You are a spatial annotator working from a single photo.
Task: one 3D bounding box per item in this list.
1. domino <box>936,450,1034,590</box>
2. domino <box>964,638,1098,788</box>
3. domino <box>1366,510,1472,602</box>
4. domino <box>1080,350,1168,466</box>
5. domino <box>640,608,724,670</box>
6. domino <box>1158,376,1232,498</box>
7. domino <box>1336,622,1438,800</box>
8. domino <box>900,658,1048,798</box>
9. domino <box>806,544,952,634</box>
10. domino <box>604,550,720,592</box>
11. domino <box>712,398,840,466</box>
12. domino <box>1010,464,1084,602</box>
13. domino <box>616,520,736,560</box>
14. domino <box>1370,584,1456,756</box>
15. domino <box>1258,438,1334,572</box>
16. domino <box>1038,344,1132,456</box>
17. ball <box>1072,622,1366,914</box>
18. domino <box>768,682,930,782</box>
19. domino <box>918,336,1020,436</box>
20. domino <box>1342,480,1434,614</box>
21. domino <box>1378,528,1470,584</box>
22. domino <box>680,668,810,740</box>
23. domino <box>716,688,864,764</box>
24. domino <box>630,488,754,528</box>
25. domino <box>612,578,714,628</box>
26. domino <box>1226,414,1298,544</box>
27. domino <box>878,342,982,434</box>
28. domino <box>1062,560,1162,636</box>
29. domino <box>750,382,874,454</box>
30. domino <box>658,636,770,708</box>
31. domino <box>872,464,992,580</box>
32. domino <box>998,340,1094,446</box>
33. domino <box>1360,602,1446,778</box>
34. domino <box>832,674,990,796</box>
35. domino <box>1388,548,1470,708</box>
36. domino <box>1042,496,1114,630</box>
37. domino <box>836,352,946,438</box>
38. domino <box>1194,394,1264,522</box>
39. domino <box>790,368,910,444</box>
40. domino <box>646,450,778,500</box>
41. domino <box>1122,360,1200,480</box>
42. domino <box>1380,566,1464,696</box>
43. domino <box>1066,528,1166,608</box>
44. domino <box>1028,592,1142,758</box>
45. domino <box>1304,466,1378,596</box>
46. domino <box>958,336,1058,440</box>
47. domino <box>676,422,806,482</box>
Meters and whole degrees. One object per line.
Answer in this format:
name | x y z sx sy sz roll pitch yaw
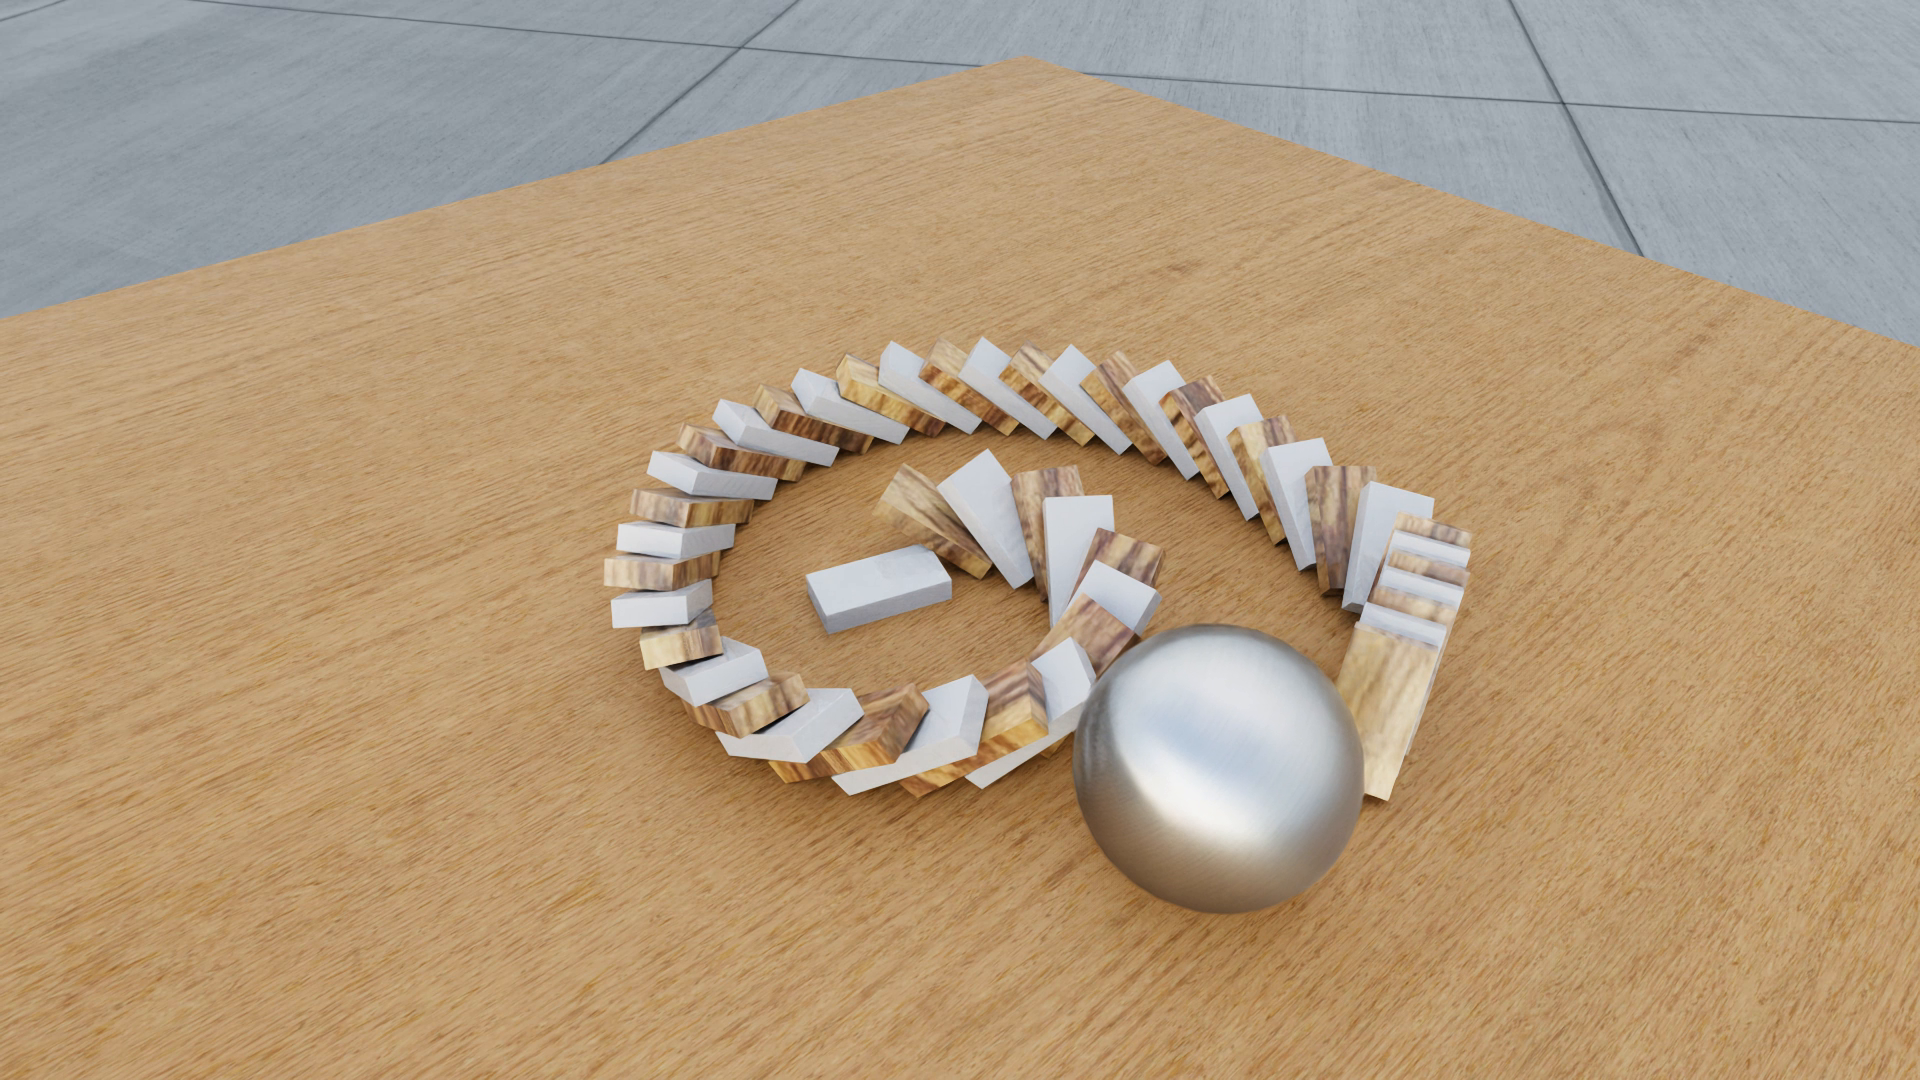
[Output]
domino | 0.016 -0.008 0.430 0.025 0.010 0.050 -38 92 -37
domino | 0.021 0.056 0.353 0.050 0.009 0.025 -36 40 14
domino | 0.161 0.017 0.391 0.025 0.050 0.009 19 15 20
domino | 0.080 -0.060 0.496 0.050 0.010 0.025 48 52 2
domino | -0.097 0.033 0.381 0.025 0.009 0.050 -12 6 -14
domino | 0.110 -0.045 0.478 0.025 0.010 0.050 -23 78 -26
domino | 0.130 0.054 0.347 0.025 0.050 0.009 18 14 20
domino | 0.003 0.060 0.349 0.050 0.009 0.025 -30 35 21
domino | -0.031 0.018 0.422 0.050 0.010 0.025 -15 42 -18
domino | -0.110 0.010 0.410 0.025 0.010 0.050 5 6 6
domino | -0.080 -0.046 0.479 0.050 0.009 0.025 11 24 -45
domino | 0.038 -0.003 0.425 0.025 0.010 0.050 -9 74 -15
domino | -0.108 -0.001 0.425 0.025 0.010 0.050 8 6 10
domino | 0.142 0.042 0.361 0.025 0.050 0.009 18 14 20
domino | 0.141 -0.015 0.441 0.025 0.010 0.050 -11 73 -13
domino | 0.062 -0.064 0.502 0.050 0.009 0.025 42 47 -2
ball | 0.072 0.063 0.310 0.080 0.080 0.080 0 39 0
domino | -0.035 0.061 0.347 0.050 0.009 0.025 -19 25 38
domino | 0.006 -0.072 0.510 0.050 0.010 0.025 32 38 -13
domino | 0.162 0.005 0.415 0.025 0.010 0.050 16 71 2
domino | 0.157 0.024 0.383 0.025 0.050 0.010 18 14 20
domino | -0.071 0.052 0.359 0.025 0.009 0.050 -27 12 -29
domino | -0.055 0.058 0.351 0.025 0.010 0.050 -37 17 -36
domino | -0.106 -0.014 0.439 0.025 0.010 0.050 14 8 17
domino | -0.106 0.022 0.395 0.025 0.009 0.050 -3 5 -3
domino | 0.132 -0.025 0.454 0.025 0.009 0.050 -15 74 -17
domino | -0.013 -0.070 0.509 0.050 0.010 0.025 27 34 -21
domino | 0.046 0.035 0.379 0.025 0.010 0.050 28 84 30
domino | -0.065 -0.054 0.488 0.050 0.010 0.025 13 26 -41
domino | -0.084 0.043 0.370 0.025 0.010 0.050 -21 9 -24
domino | -0.007 -0.008 0.436 0.050 0.010 0.025 31 43 -3
domino | 0.044 -0.068 0.506 0.050 0.010 0.025 38 44 -6
domino | 0.136 0.048 0.354 0.025 0.050 0.009 18 14 20
domino | -0.016 0.062 0.347 0.050 0.009 0.025 -24 30 28
domino | 0.153 0.030 0.375 0.025 0.050 0.010 18 14 20
domino | 0.045 0.009 0.409 0.025 0.009 0.050 -2 79 -3
domino | -0.032 -0.066 0.504 0.050 0.009 0.025 22 30 -28
domino | 0.122 -0.035 0.466 0.025 0.010 0.050 -19 76 -22
domino | -0.049 -0.060 0.496 0.050 0.009 0.025 16 27 -36
domino | -0.101 -0.026 0.455 0.025 0.009 0.050 24 11 26
domino | 0.097 -0.054 0.488 0.025 0.009 0.050 -29 81 -31
domino | 0.148 0.036 0.368 0.025 0.050 0.010 18 14 20
domino | 0.053 0.023 0.392 0.025 0.009 0.050 19 81 20
domino | 0.035 0.045 0.367 0.050 0.010 0.025 -50 52 0
domino | 0.151 -0.004 0.428 0.025 0.010 0.050 0 71 -4
domino | 0.025 -0.070 0.509 0.050 0.009 0.025 35 40 -10
domino | -0.092 -0.037 0.468 0.025 0.009 0.050 33 16 34
